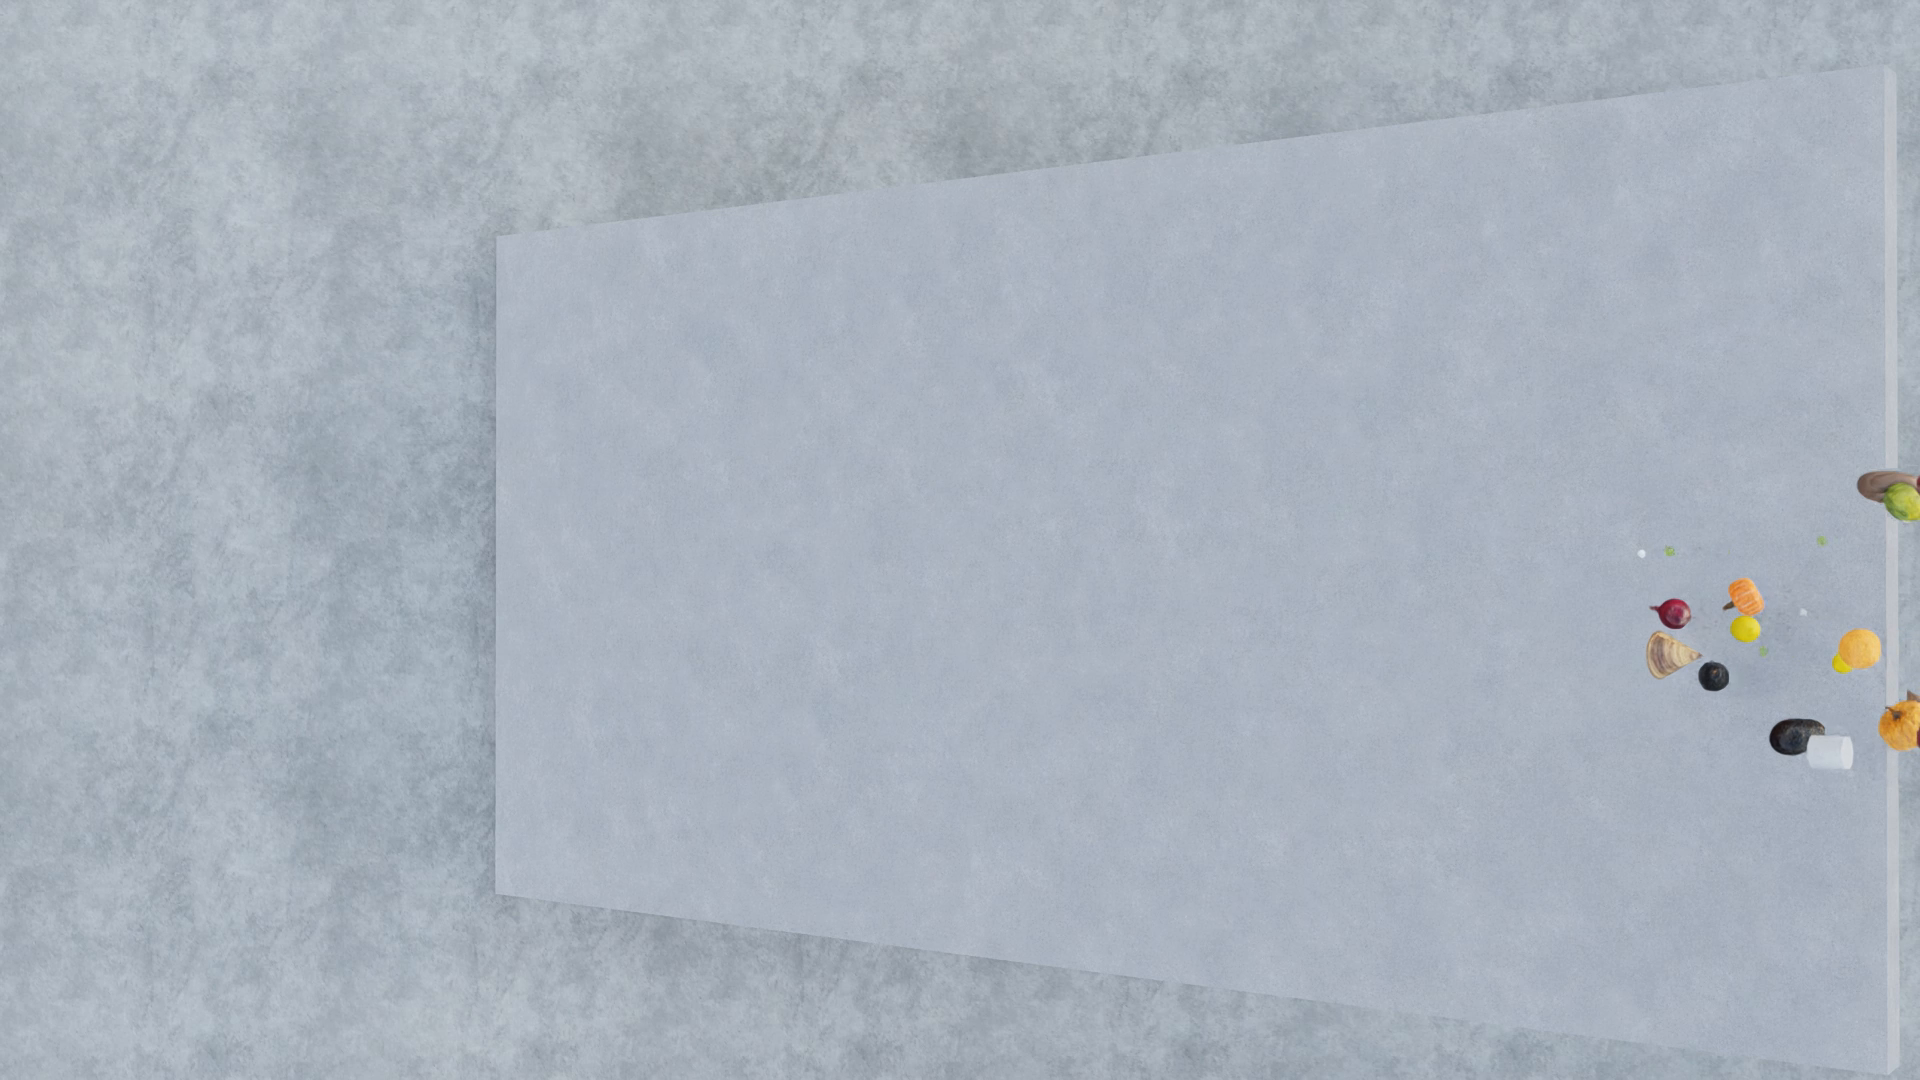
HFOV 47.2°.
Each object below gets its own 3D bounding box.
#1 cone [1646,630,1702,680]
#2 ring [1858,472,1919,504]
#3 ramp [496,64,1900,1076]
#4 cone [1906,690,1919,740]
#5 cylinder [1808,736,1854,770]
[{"bbox_3d":[1.306,0.209,3.979,0.088,0.088,0.088,2,87,-40],"label":"cone"},{"bbox_3d":[1.596,-0.089,3.764,0.113,0.113,0.038,13,81,0],"label":"ring"},{"bbox_3d":[0.239,0.067,5.562,4.000,0.100,2.000,0,89,36],"label":"ramp"},{"bbox_3d":[1.756,0.306,4.025,0.086,0.086,0.086,-37,98,0],"label":"cone"},{"bbox_3d":[1.376,0.336,3.477,0.053,0.053,0.053,-3,89,41],"label":"cylinder"}]
